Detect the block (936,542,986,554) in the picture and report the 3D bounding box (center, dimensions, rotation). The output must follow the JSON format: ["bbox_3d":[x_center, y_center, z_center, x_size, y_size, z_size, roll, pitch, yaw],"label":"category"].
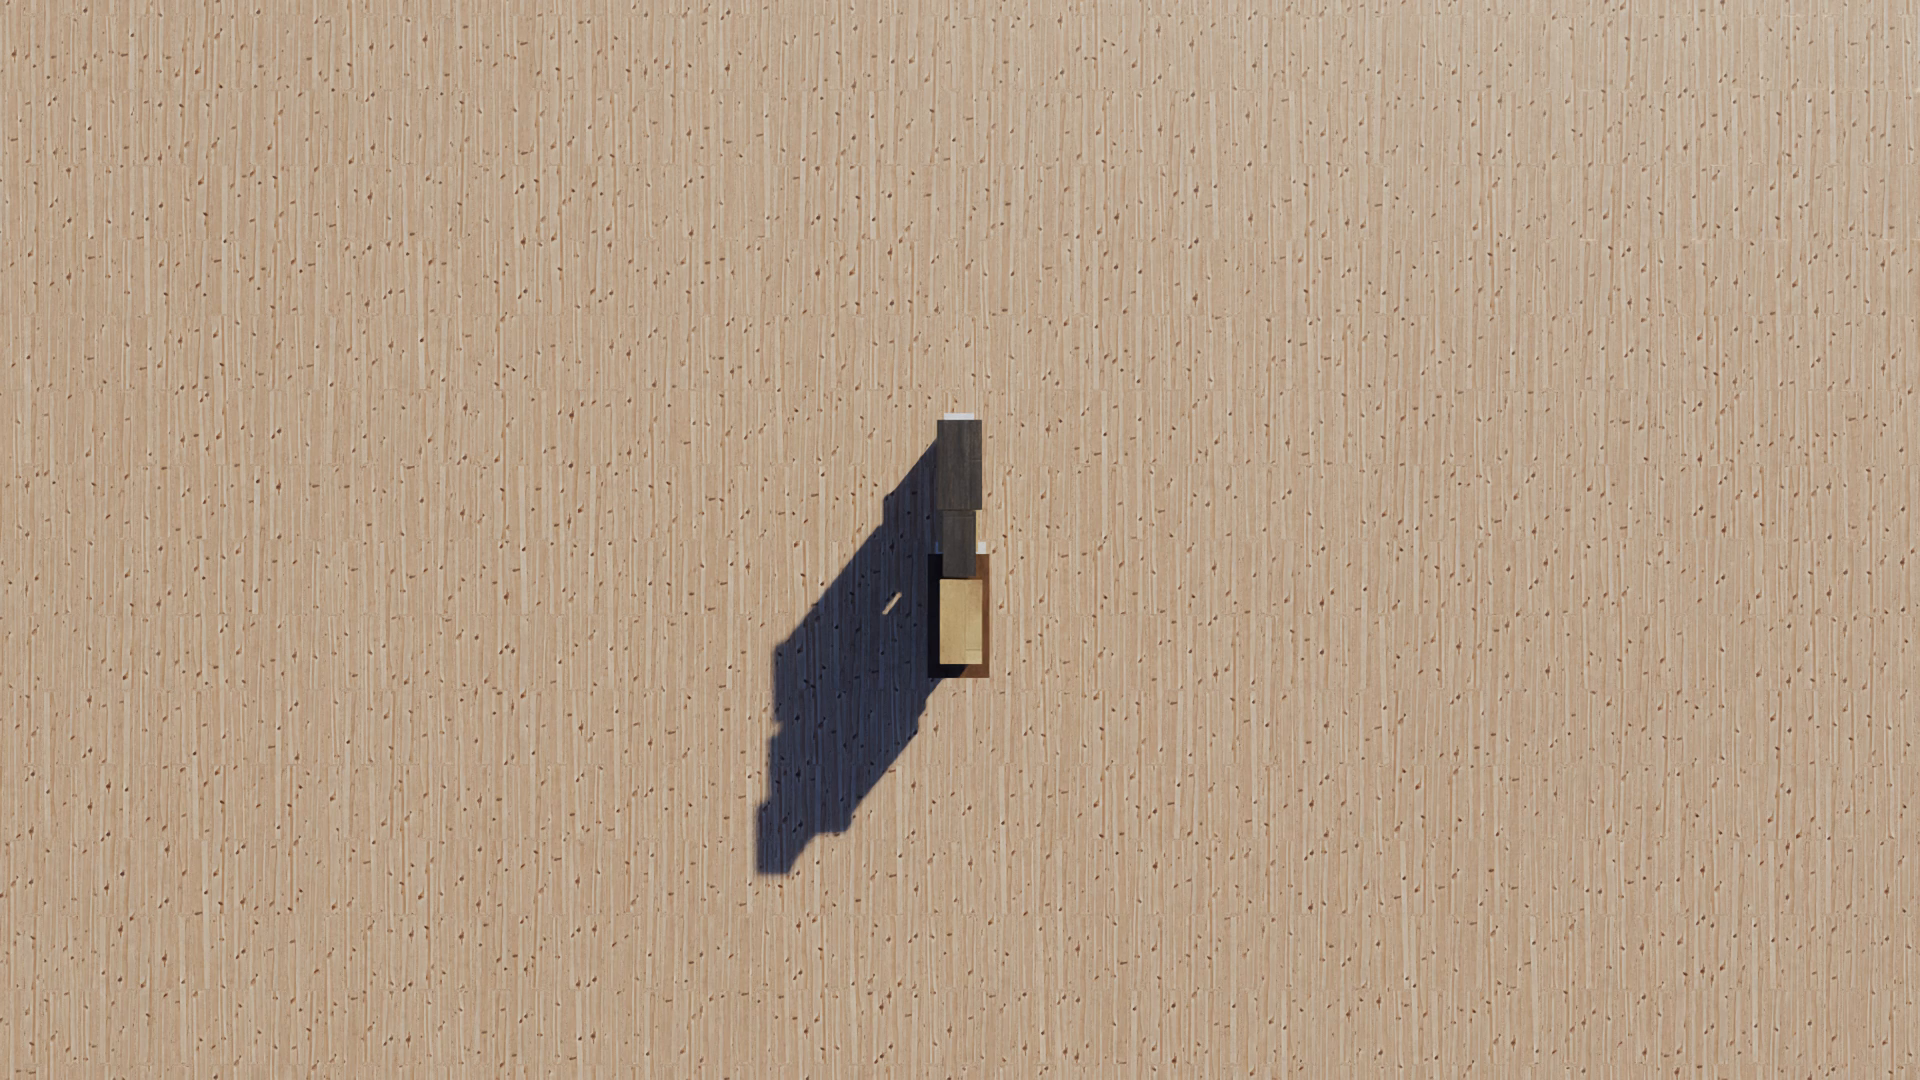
[{"bbox_3d":[0.002,0.164,5.162,0.158,0.045,0.316,0,90,0],"label":"block"}]

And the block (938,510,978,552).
[{"bbox_3d":[-0.004,-0.084,4.886,0.118,0.034,0.237,0,90,0],"label":"block"}]

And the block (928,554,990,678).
[{"bbox_3d":[-0.004,0.218,4.758,0.178,0.050,0.356,0,90,0],"label":"block"}]

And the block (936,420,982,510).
[{"bbox_3d":[-0.001,-0.209,4.600,0.126,0.036,0.251,0,90,0],"label":"block"}]

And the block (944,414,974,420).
[{"bbox_3d":[-0.002,-0.302,5.171,0.094,0.027,0.189,0,90,0],"label":"block"}]

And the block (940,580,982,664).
[{"bbox_3d":[0.003,0.221,4.488,0.114,0.032,0.229,0,90,0],"label":"block"}]

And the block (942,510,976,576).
[{"bbox_3d":[-0.002,0.011,4.539,0.090,0.026,0.181,0,90,0],"label":"block"}]
